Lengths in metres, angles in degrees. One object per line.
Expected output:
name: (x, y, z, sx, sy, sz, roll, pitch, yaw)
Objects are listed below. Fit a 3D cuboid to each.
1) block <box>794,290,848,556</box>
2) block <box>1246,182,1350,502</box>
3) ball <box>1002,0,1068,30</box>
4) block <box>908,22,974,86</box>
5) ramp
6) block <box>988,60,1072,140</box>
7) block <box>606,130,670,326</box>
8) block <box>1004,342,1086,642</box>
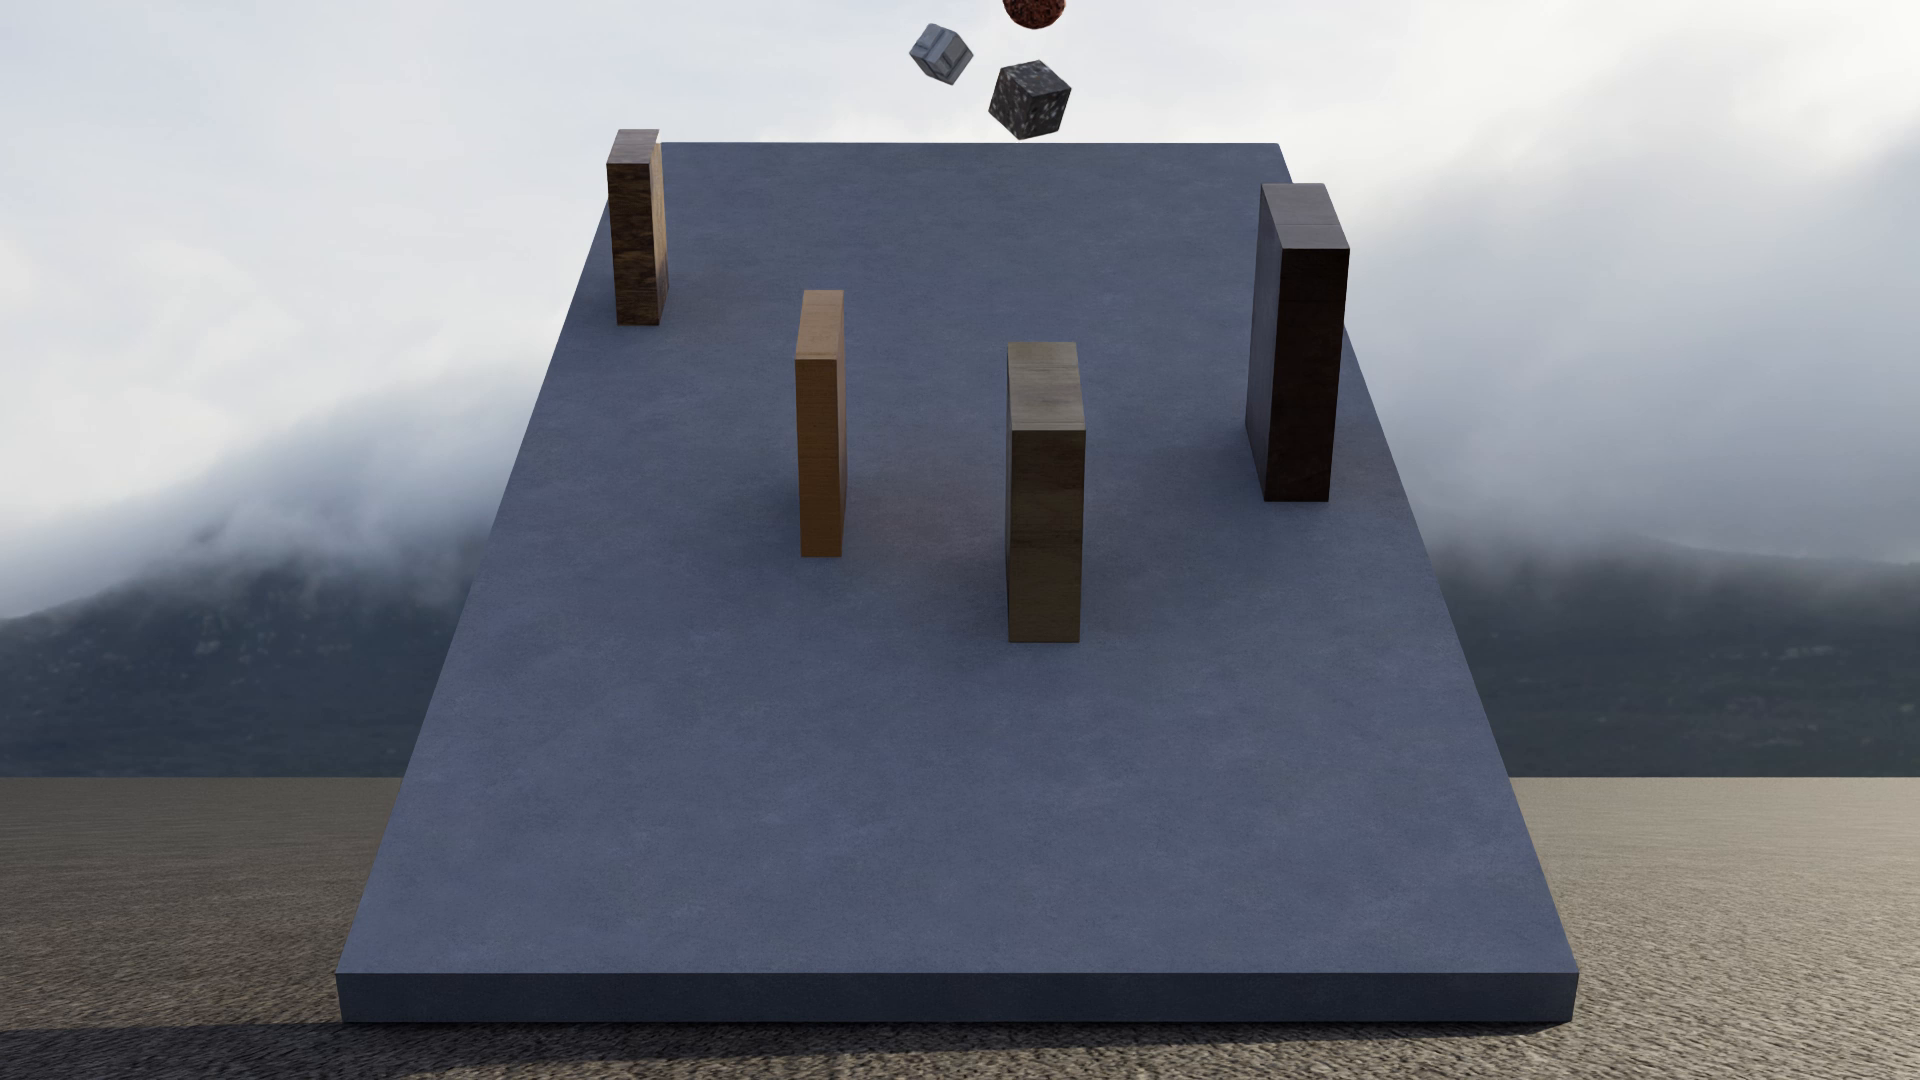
block: (-0.293, -0.251, 5.106, 0.085, 0.456, 0.362, 0, 29, 0)
block: (0.742, -0.440, 5.311, 0.141, 0.597, 0.392, 0, 29, 0)
ball: (0.225, -1.628, 7.172, 0.195, 0.195, 0.195, 0, -6, 0)
block: (-0.053, -1.383, 6.821, 0.110, 0.110, 0.110, 29, -9, 37)
ramp: (-0.012, -0.219, 5.629, 2.000, 0.100, 4.000, 0, 29, 0)
block: (0.206, -1.300, 7.075, 0.154, 0.154, 0.154, -19, -37, -35)
block: (-0.822, -0.801, 6.130, 0.106, 0.435, 0.258, 0, 29, 0)
block: (0.167, -0.100, 4.820, 0.140, 0.468, 0.411, 0, 29, 0)
